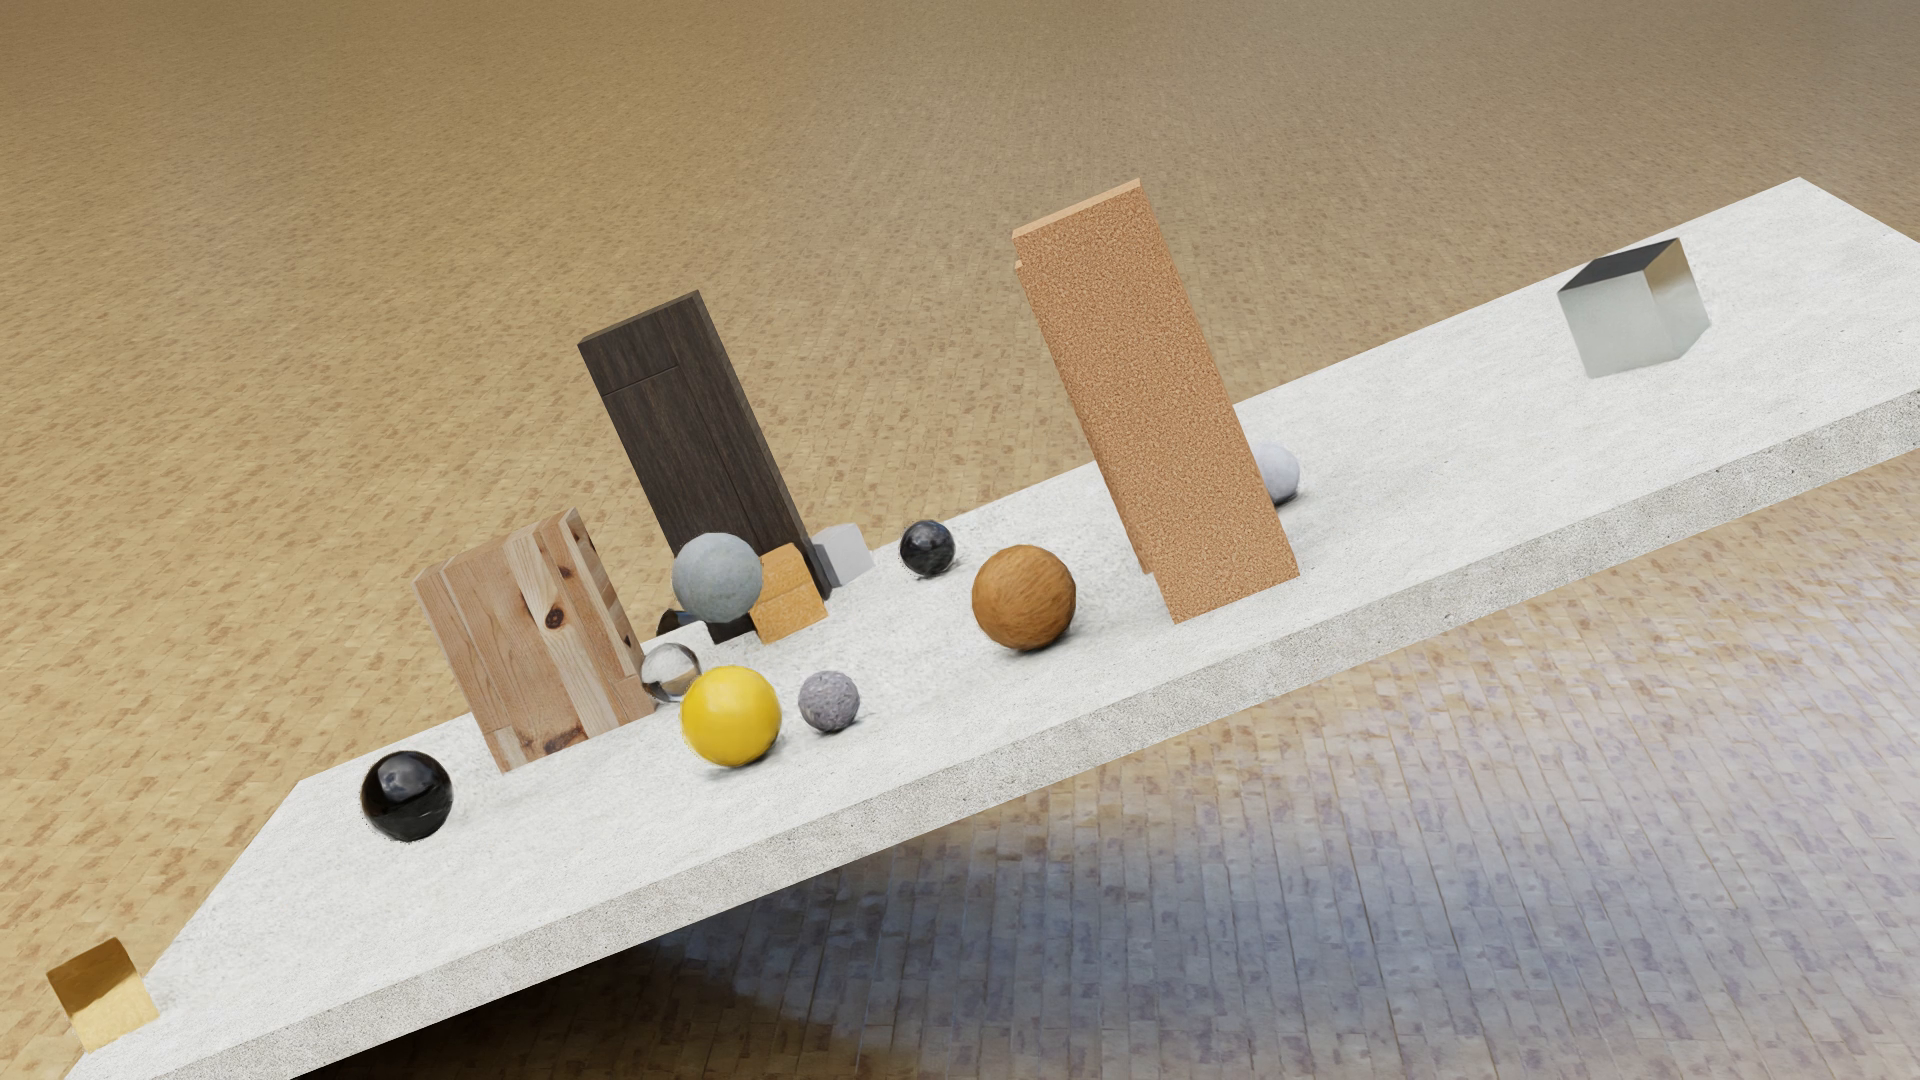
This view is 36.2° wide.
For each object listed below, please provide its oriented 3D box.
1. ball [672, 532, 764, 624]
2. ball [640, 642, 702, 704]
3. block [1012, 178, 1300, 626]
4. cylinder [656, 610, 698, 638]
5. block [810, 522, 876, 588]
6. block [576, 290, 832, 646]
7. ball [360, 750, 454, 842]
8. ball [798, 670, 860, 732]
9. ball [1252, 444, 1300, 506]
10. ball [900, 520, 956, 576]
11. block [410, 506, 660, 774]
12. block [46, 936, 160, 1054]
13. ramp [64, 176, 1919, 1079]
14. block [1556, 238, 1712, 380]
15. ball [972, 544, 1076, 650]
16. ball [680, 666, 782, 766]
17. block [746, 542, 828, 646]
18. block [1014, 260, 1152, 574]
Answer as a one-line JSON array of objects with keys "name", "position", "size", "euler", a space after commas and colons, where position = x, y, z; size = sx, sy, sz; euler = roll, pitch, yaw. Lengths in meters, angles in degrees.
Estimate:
[{"name": "ball", "position": [-0.539, 0.084, 6.534], "size": [0.203, 0.203, 0.203], "euler": [0, 14, 0]}, {"name": "ball", "position": [-0.650, 0.299, 6.623], "size": [0.137, 0.137, 0.137], "euler": [0, 14, 0]}, {"name": "block", "position": [0.371, -0.257, 5.536], "size": [0.255, 0.799, 0.116], "euler": [-22, 12, 8]}, {"name": "cylinder", "position": [-0.750, 0.311, 8.488], "size": [0.204, 0.204, 0.204], "euler": [7, 10, -26]}, {"name": "block", "position": [-0.303, 0.040, 7.121], "size": [0.116, 0.116, 0.116], "euler": [-33, 15, -37]}, {"name": "block", "position": [-0.600, -0.169, 6.969], "size": [0.297, 0.789, 0.103], "euler": [-22, 12, 8]}, {"name": "ball", "position": [-1.204, 0.558, 6.406], "size": [0.200, 0.200, 0.200], "euler": [0, 14, 0]}, {"name": "ball", "position": [-0.261, 0.320, 5.856], "size": [0.123, 0.123, 0.123], "euler": [0, 14, 0]}, {"name": "ball", "position": [0.640, -0.135, 6.099], "size": [0.129, 0.129, 0.129], "euler": [0, 14, 0]}, {"name": "ball", "position": [-0.075, 0.019, 6.764], "size": [0.129, 0.129, 0.129], "euler": [0, 14, 0]}, {"name": "block", "position": [-0.957, 0.228, 6.670], "size": [0.387, 0.484, 0.131], "euler": [-22, 12, 8]}, {"name": "block", "position": [-1.739, 0.922, 5.962], "size": [0.156, 0.156, 0.156], "euler": [-28, 13, -19]}, {"name": "ramp", "position": [0.128, 0.172, 6.287], "size": [4.000, 0.100, 2.000], "euler": [-22, 12, 8]}, {"name": "block", "position": [1.376, -0.472, 6.003], "size": [0.197, 0.197, 0.197], "euler": [-13, 16, 40]}, {"name": "ball", "position": [0.127, 0.113, 5.811], "size": [0.209, 0.209, 0.209], "euler": [0, 14, 0]}, {"name": "ball", "position": [-0.458, 0.352, 5.895], "size": [0.203, 0.203, 0.203], "euler": [0, 14, 0]}, {"name": "block", "position": [-0.425, 0.125, 6.872], "size": [0.165, 0.165, 0.165], "euler": [-25, 12, -6]}, {"name": "block", "position": [0.367, -0.295, 5.970], "size": [0.264, 0.684, 0.097], "euler": [-22, 12, 8]}]
